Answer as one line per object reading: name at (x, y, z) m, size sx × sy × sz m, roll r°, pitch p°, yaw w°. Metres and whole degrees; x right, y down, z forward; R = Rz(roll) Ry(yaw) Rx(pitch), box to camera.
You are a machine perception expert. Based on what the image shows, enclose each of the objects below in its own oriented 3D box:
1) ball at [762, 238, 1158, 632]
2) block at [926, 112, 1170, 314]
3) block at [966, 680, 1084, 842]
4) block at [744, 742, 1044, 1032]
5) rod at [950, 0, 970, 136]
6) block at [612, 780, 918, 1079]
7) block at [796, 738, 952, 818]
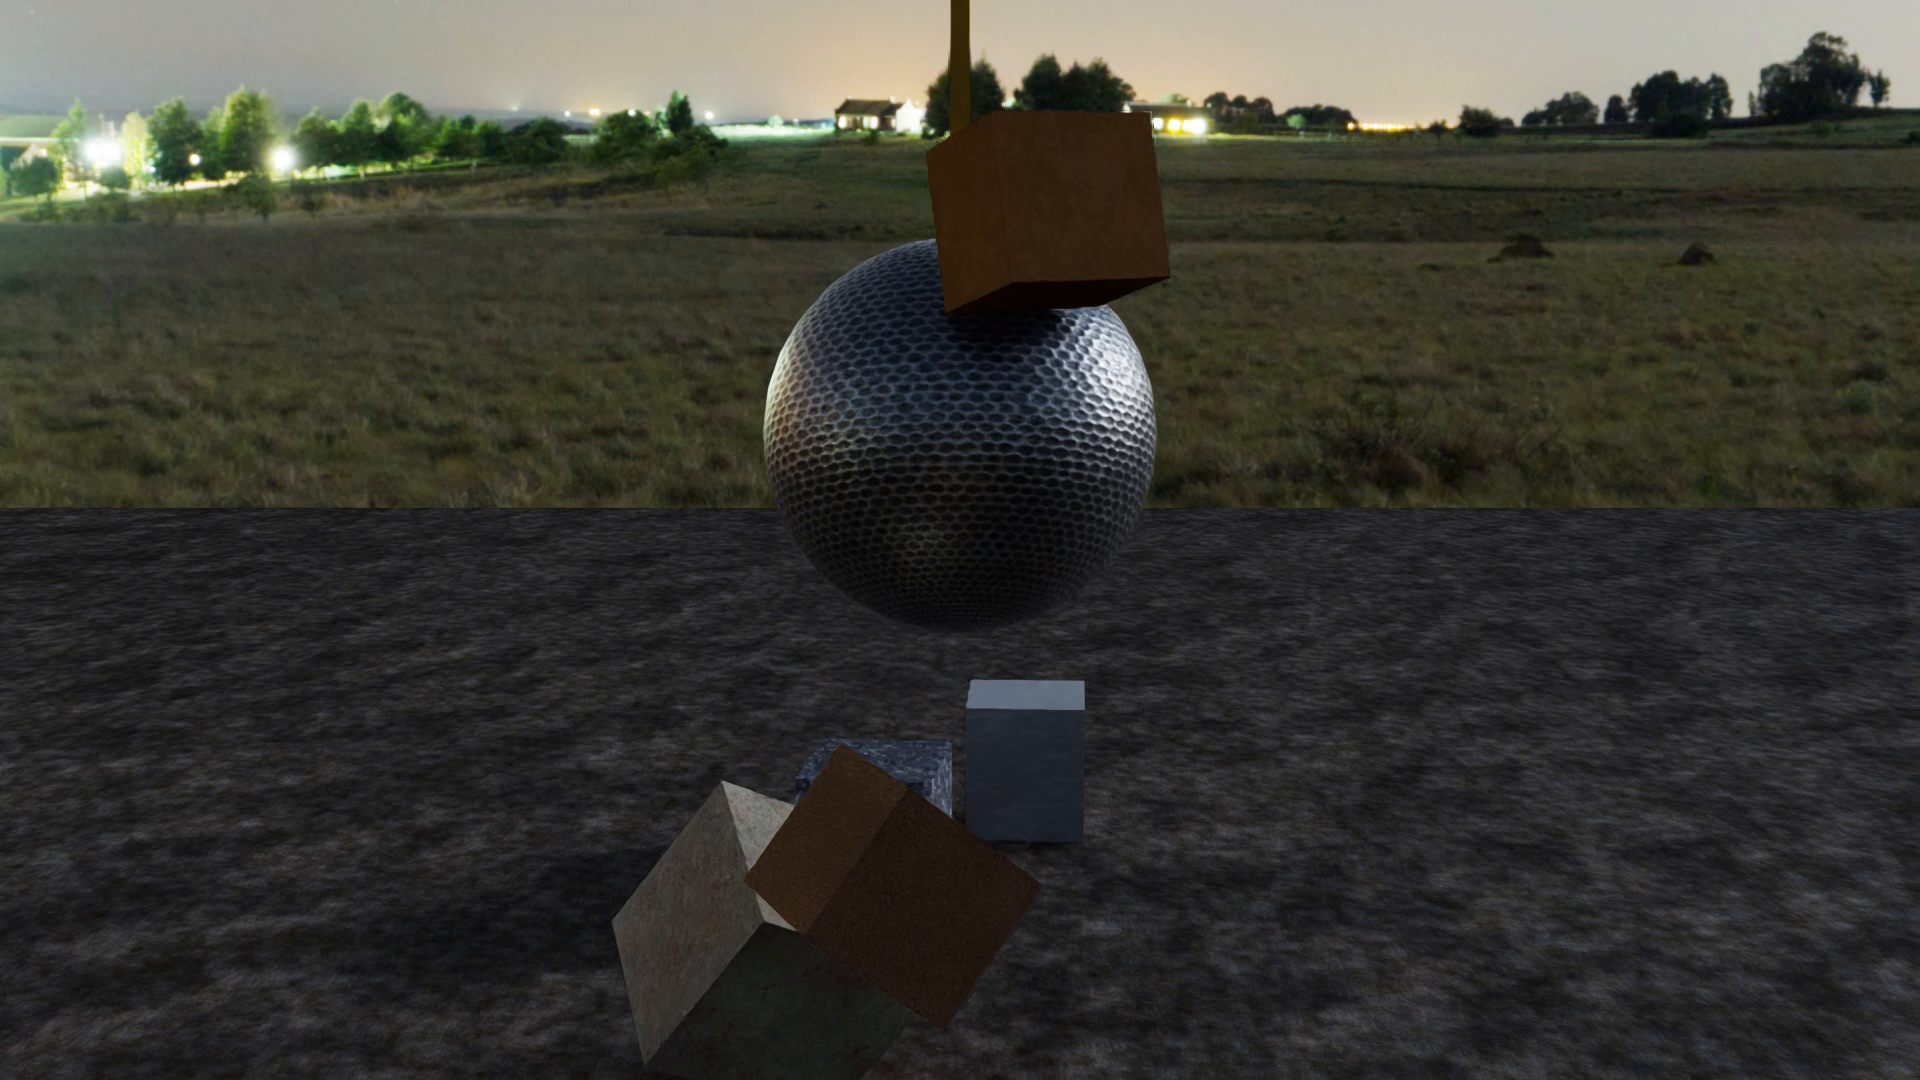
ball at (0.000, -0.425, 8.933) m, size 1.600 × 1.600 × 1.600 m, roll 0°, pitch 10°, yaw 0°
block at (0.317, -1.198, 8.069) m, size 0.652 × 0.609 × 0.539 m, roll -5°, pitch -4°, yaw -27°
block at (0.342, 1.135, 11.388) m, size 0.598 × 0.692 × 0.606 m, roll 1°, pitch 10°, yaw 3°
block at (-0.220, 1.082, 6.943) m, size 0.568 × 0.541 × 0.629 m, roll 38°, pitch -8°, yaw -22°
rod at (0.000, -3.767, 9.555) m, size 0.080 × 5.200 × 0.080 m, roll 0°, pitch -11°, yaw 0°
block at (-0.661, 1.474, 7.928) m, size 0.805 × 0.743 × 0.704 m, roll 24°, pitch 25°, yaw -33°
block at (-0.395, 1.343, 10.417) m, size 0.625 × 0.631 × 0.698 m, roll 1°, pitch 10°, yaw 7°
